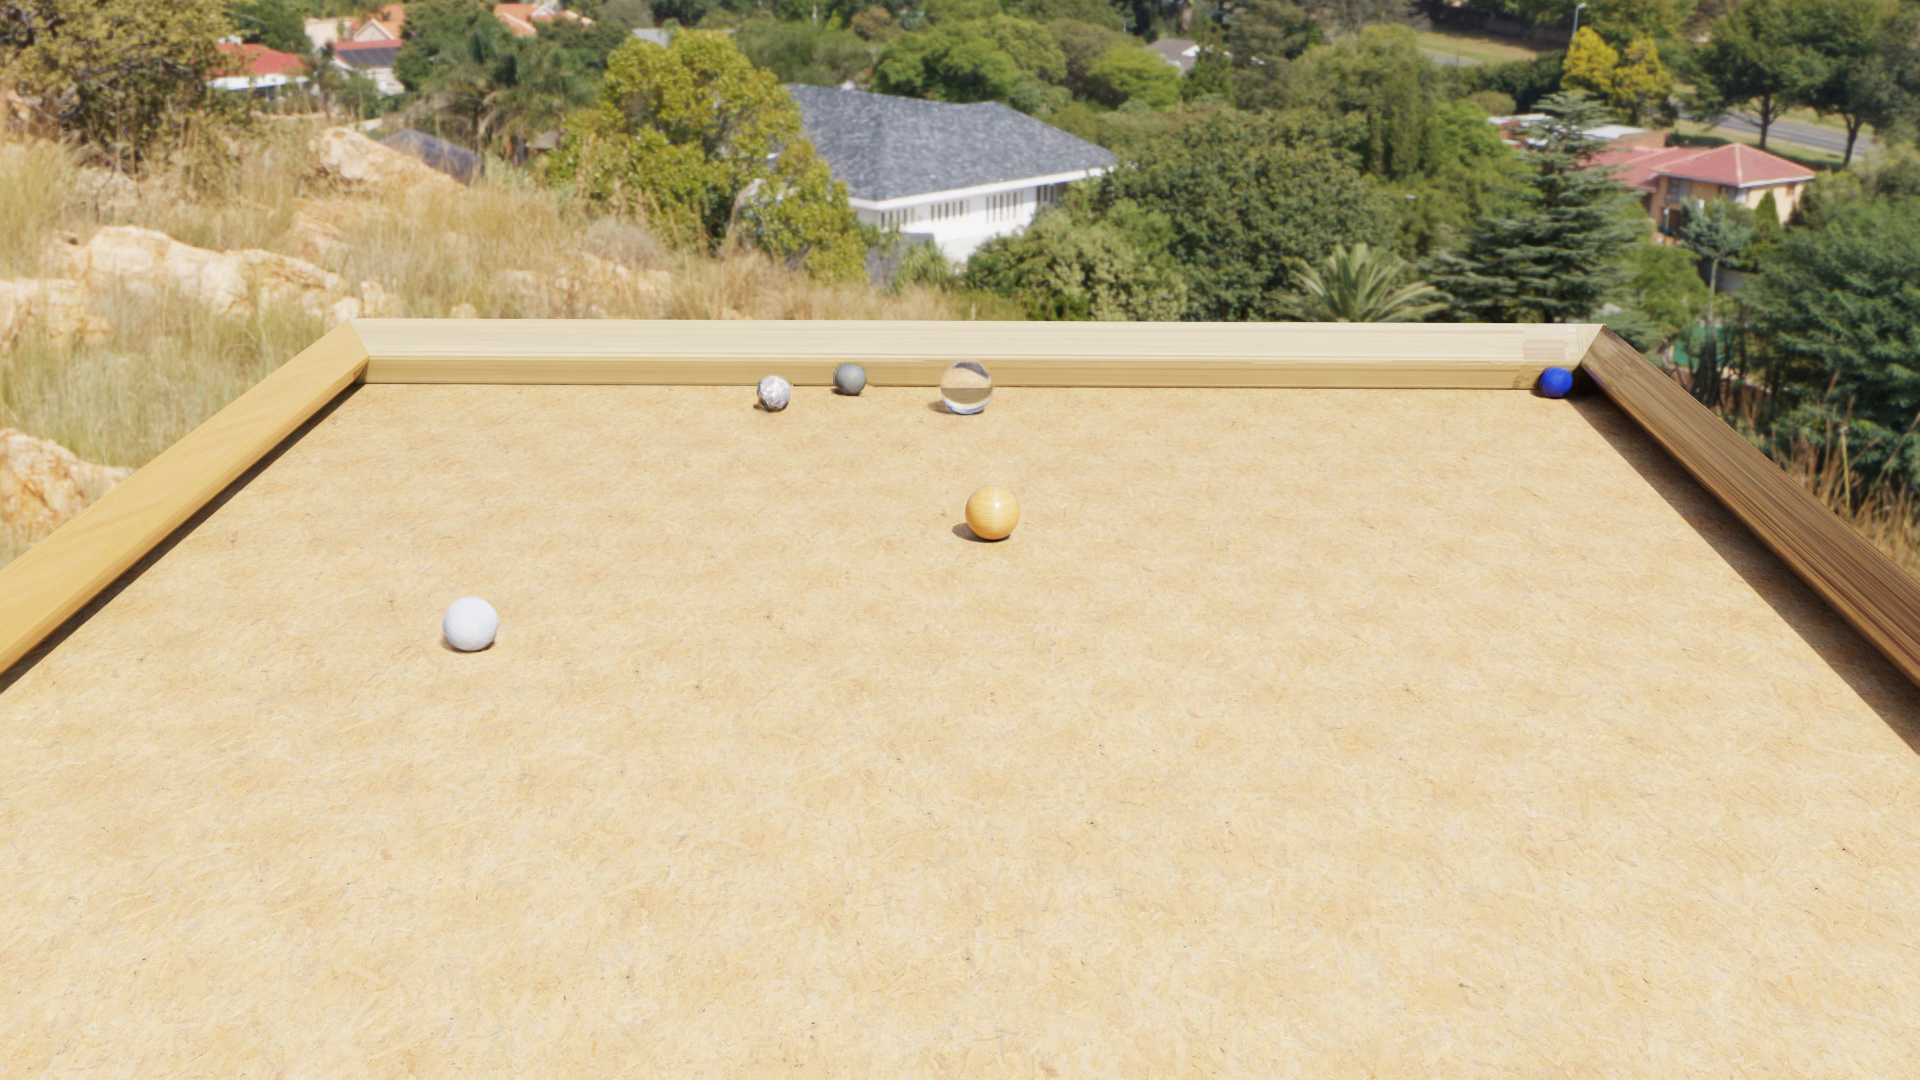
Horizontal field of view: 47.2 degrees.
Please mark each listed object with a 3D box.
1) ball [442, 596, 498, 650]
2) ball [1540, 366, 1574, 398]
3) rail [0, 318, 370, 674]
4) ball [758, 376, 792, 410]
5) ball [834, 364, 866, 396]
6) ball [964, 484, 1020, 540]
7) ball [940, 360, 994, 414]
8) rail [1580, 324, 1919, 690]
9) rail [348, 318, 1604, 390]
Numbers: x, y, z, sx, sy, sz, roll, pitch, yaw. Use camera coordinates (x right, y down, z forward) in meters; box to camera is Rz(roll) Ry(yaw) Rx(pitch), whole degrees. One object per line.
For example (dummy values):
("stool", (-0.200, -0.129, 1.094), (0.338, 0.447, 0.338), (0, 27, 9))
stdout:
("ball", (-0.533, 0.091, 2.398), (0.059, 0.059, 0.059), (0, 18, 0))
("ball", (0.944, -0.249, 3.479), (0.050, 0.050, 0.050), (0, 18, 0))
("rail", (-1.005, 0.249, 1.824), (0.045, 0.106, 3.651), (0, 18, 1))
("ball", (-0.288, -0.227, 3.405), (0.052, 0.052, 0.052), (0, 18, 0))
("ball", (-0.174, -0.255, 3.498), (0.050, 0.050, 0.050), (0, 18, 0))
("ball", (0.041, -0.035, 2.775), (0.070, 0.070, 0.070), (0, 18, 0))
("ball", (0.010, -0.234, 3.380), (0.082, 0.082, 0.082), (0, 18, 0))
("rail", (0.966, 0.262, 1.784), (0.045, 0.106, 3.651), (0, 18, 1))
("rail", (0.019, -0.293, 3.521), (2.019, 0.106, 0.045), (0, 18, 1))
